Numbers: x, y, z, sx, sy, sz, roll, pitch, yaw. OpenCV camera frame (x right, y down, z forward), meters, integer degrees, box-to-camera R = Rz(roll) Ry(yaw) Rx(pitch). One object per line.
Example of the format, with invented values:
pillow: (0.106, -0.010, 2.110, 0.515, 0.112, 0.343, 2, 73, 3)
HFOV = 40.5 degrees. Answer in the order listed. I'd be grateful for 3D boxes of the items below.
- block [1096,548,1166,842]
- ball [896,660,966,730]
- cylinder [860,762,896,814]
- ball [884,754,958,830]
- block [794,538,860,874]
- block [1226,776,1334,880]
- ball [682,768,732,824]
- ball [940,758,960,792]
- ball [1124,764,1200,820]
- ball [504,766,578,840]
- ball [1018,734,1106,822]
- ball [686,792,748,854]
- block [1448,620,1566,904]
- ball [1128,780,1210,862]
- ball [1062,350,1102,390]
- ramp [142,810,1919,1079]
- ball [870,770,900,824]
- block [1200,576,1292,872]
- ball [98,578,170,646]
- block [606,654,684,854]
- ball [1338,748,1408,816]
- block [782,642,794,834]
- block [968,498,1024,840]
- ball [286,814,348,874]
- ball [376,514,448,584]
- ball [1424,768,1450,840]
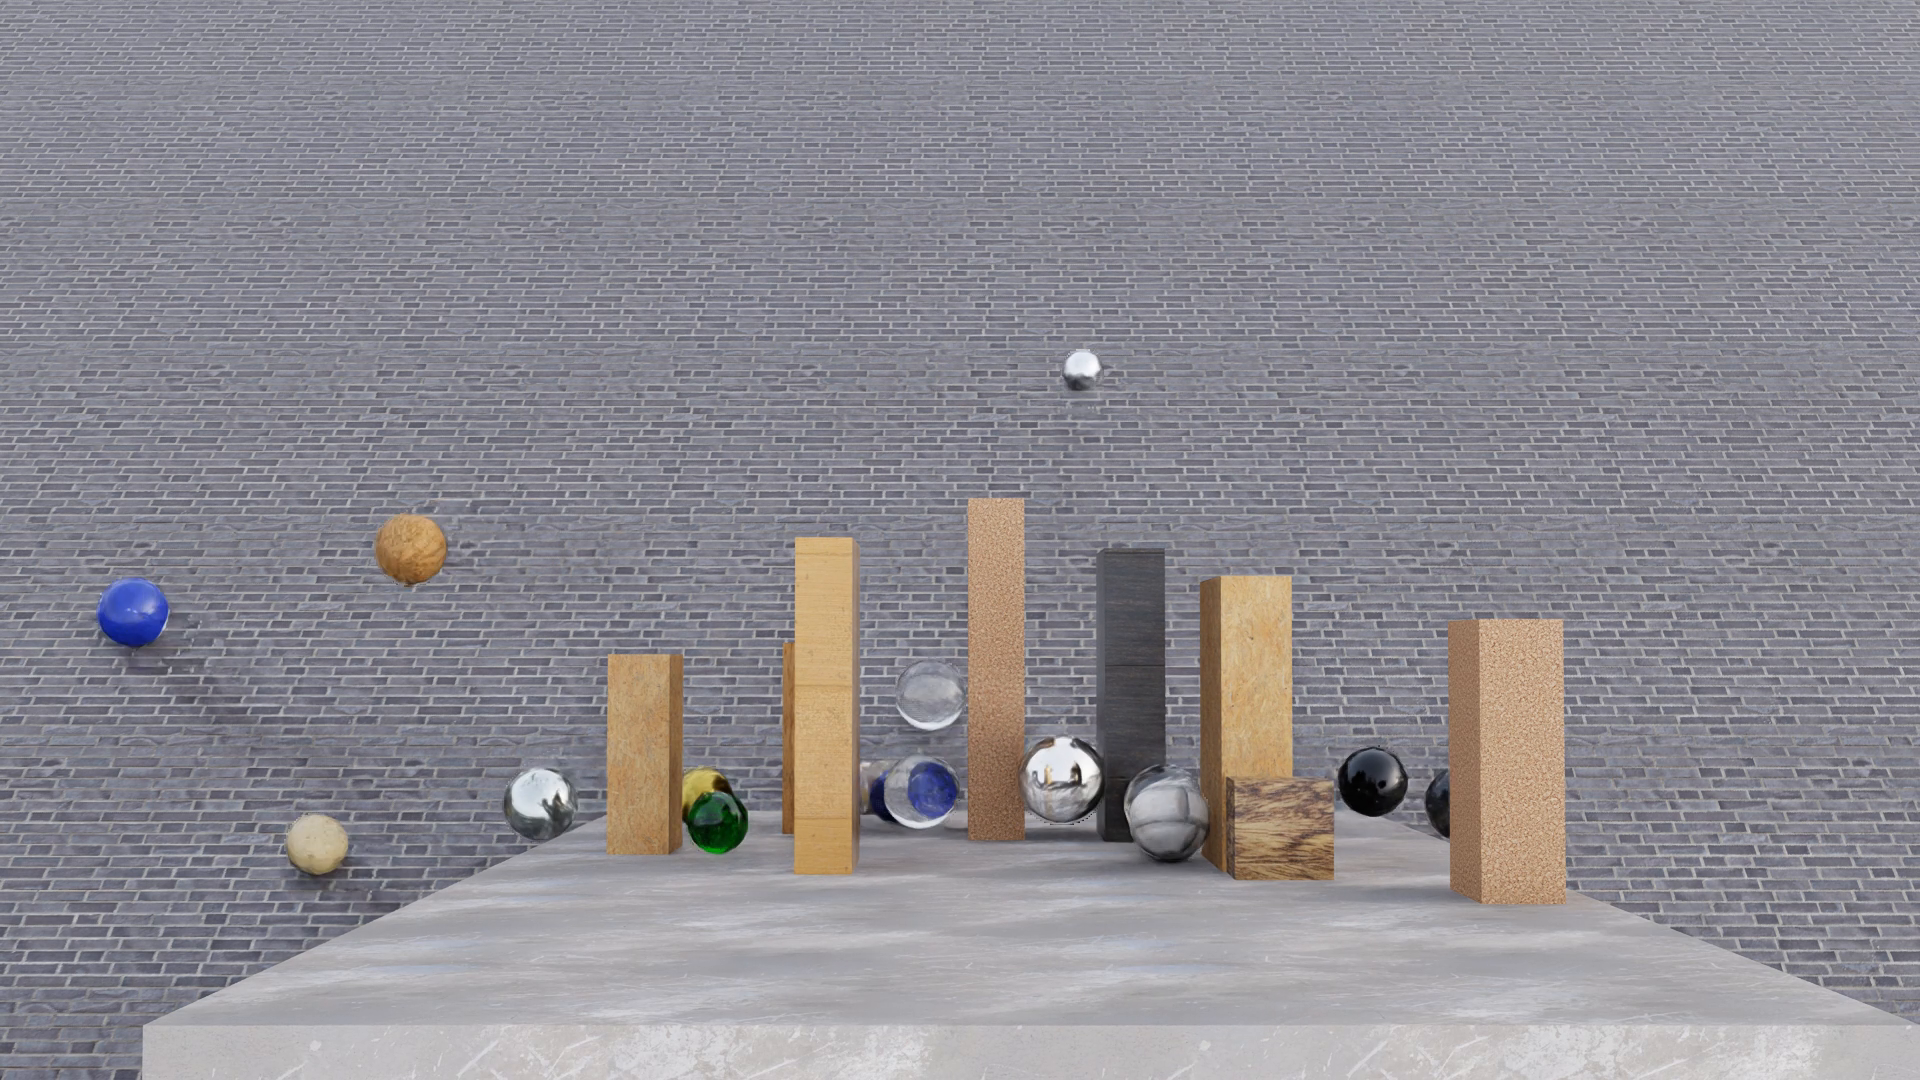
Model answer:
block: (0.391, 0.353, 5.982, 0.135, 0.654, 0.364, 0, -3, 0)
ball: (-0.082, 0.433, 7.269, 0.198, 0.198, 0.198, 0, 37, 0)
cylinder: (-0.216, 0.645, 6.777, 0.137, 0.137, 0.137, 0, 37, -1)
ball: (-0.094, 0.601, 6.214, 0.178, 0.178, 0.178, 0, 37, 0)
block: (-0.259, 0.323, 5.133, 0.109, 0.639, 0.386, 0, -3, 0)
block: (0.601, 0.541, 4.898, 0.182, 0.182, 0.182, 0, -3, 1)
ball: (-0.615, 0.617, 6.217, 0.146, 0.146, 0.146, 0, 37, 0)
ball: (-0.073, 0.644, 6.839, 0.147, 0.147, 0.147, 0, 37, 0)
ball: (0.447, 0.579, 5.697, 0.177, 0.177, 0.177, 0, 37, 0)
ball: (-1.072, 0.675, 6.654, 0.187, 0.187, 0.187, 0, 37, 0)
ball: (0.226, 0.531, 5.785, 0.195, 0.195, 0.195, 0, 37, 0)
ball: (-0.508, 0.592, 5.455, 0.130, 0.130, 0.130, 0, 37, 0)
block: (0.942, 0.376, 4.494, 0.141, 0.476, 0.280, 0, -3, 0)
ball: (0.421, 0.564, 5.227, 0.164, 0.164, 0.164, 0, 37, 0)
ball: (0.407, -0.564, 8.653, 0.131, 0.131, 0.131, 0, 37, 0)
ramp: (0.081, 0.683, 4.921, 2.000, 0.100, 4.000, 0, -3, 0)
ball: (-0.154, 0.630, 6.391, 0.136, 0.136, 0.136, 0, 37, 0)
block: (0.571, 0.362, 5.219, 0.136, 0.567, 0.441, 0, -3, 0)
ball: (-2.404, 0.210, 7.566, 0.199, 0.199, 0.199, 0, 37, 0)
block: (-0.671, 0.453, 5.558, 0.129, 0.417, 0.269, 0, -3, 0)
ball: (1.063, 0.622, 6.698, 0.178, 0.178, 0.178, 0, 37, 0)
block: (-0.363, 0.469, 6.237, 0.097, 0.443, 0.400, 0, -3, 0)
block: (0.082, 0.299, 6.059, 0.126, 0.768, 0.423, 0, -3, 0)
ball: (-1.684, 0.798, 6.818, 0.157, 0.157, 0.157, 0, 37, 0)
ball: (-1.569, 0.026, 7.442, 0.200, 0.200, 0.200, 0, 37, 0)
ball: (1.212, 0.636, 6.264, 0.184, 0.184, 0.184, 0, 37, 0)
